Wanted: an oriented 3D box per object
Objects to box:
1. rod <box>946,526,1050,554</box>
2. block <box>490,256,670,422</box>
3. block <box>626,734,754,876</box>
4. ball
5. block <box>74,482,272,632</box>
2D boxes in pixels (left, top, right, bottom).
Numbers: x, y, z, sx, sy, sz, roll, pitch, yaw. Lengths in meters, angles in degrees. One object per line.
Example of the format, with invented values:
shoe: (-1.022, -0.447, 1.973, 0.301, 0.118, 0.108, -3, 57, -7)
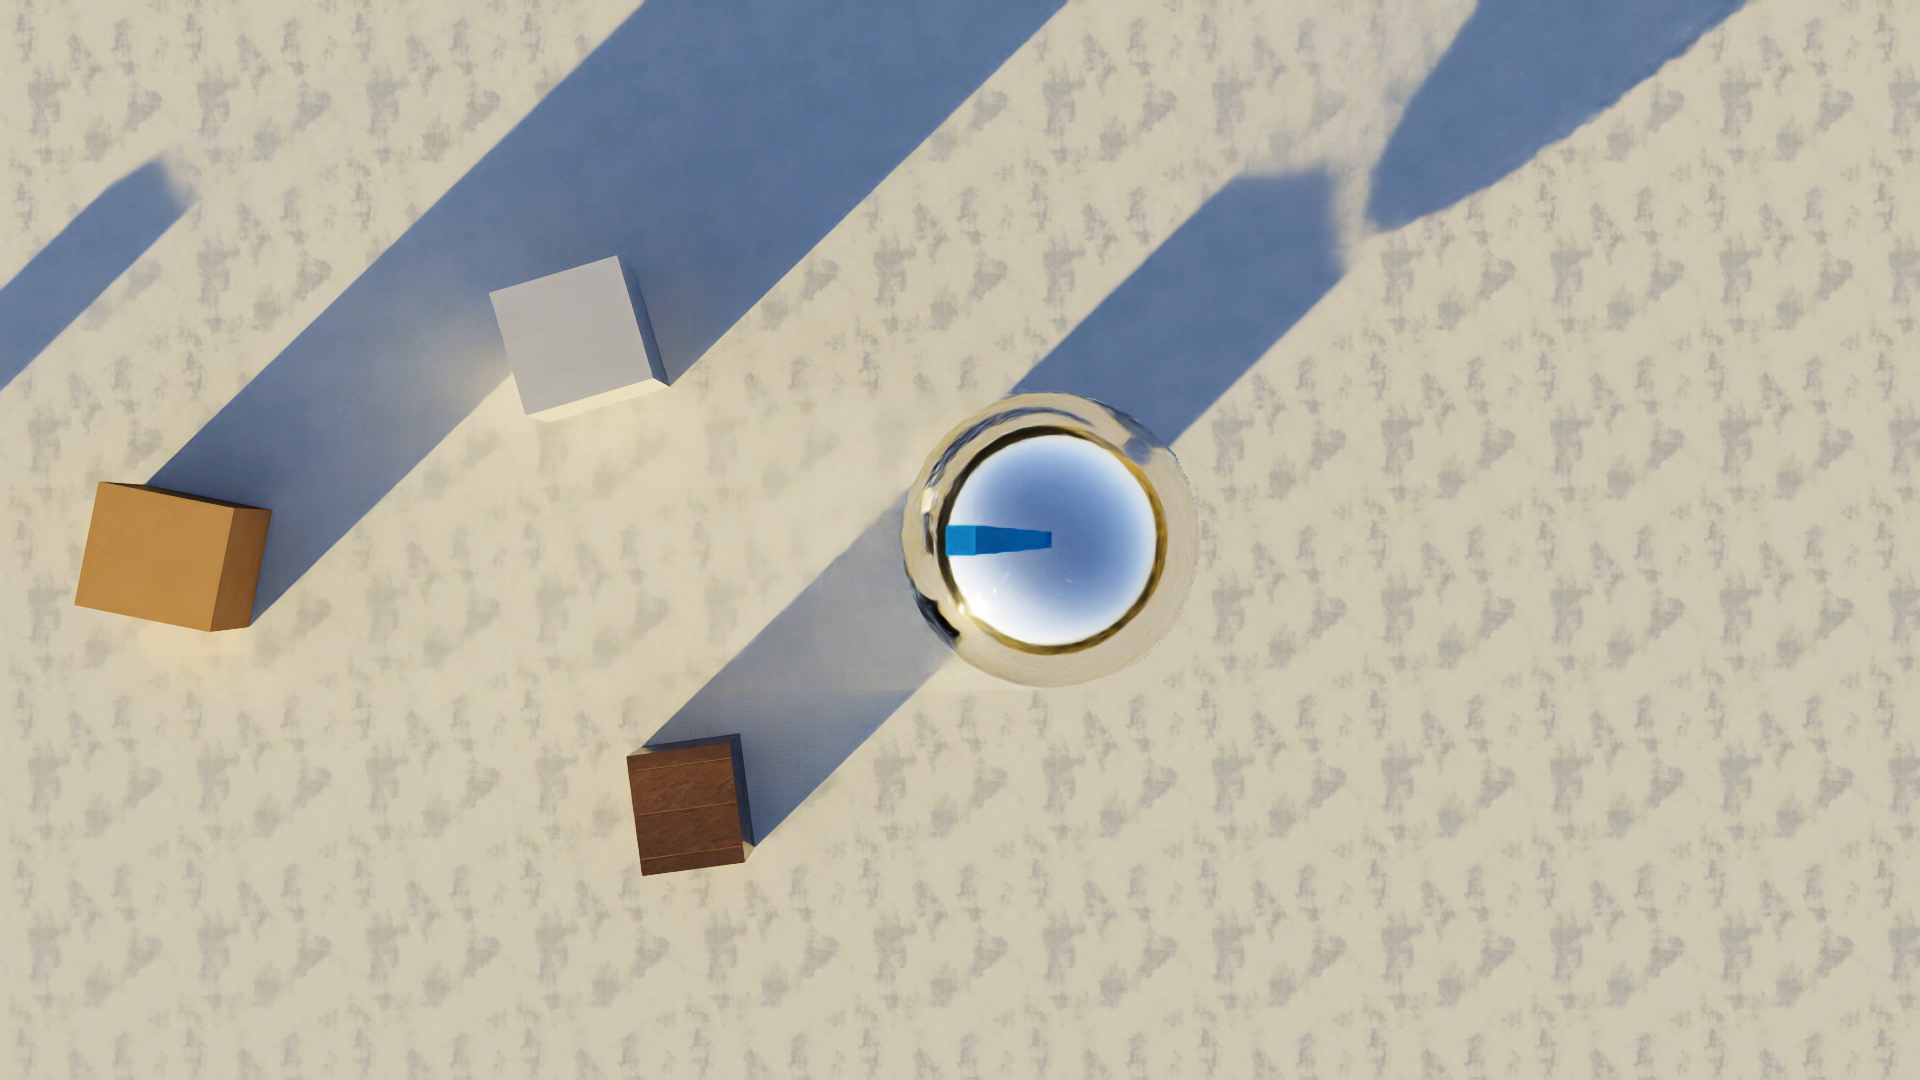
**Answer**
rod: (0.209, 0.000, 8.474, 0.080, 5.200, 0.080, 0, 90, 5)
block: (-2.174, -1.144, 12.651, 0.745, 0.698, 0.718, -16, 90, 0)
block: (-1.547, 1.520, 12.700, 0.587, 0.600, 0.682, -8, 90, 0)
ball: (0.482, 0.000, 11.863, 1.600, 1.600, 1.600, 0, 90, 0)
block: (-4.514, 0.094, 12.658, 0.774, 0.684, 0.707, 11, 90, 0)
